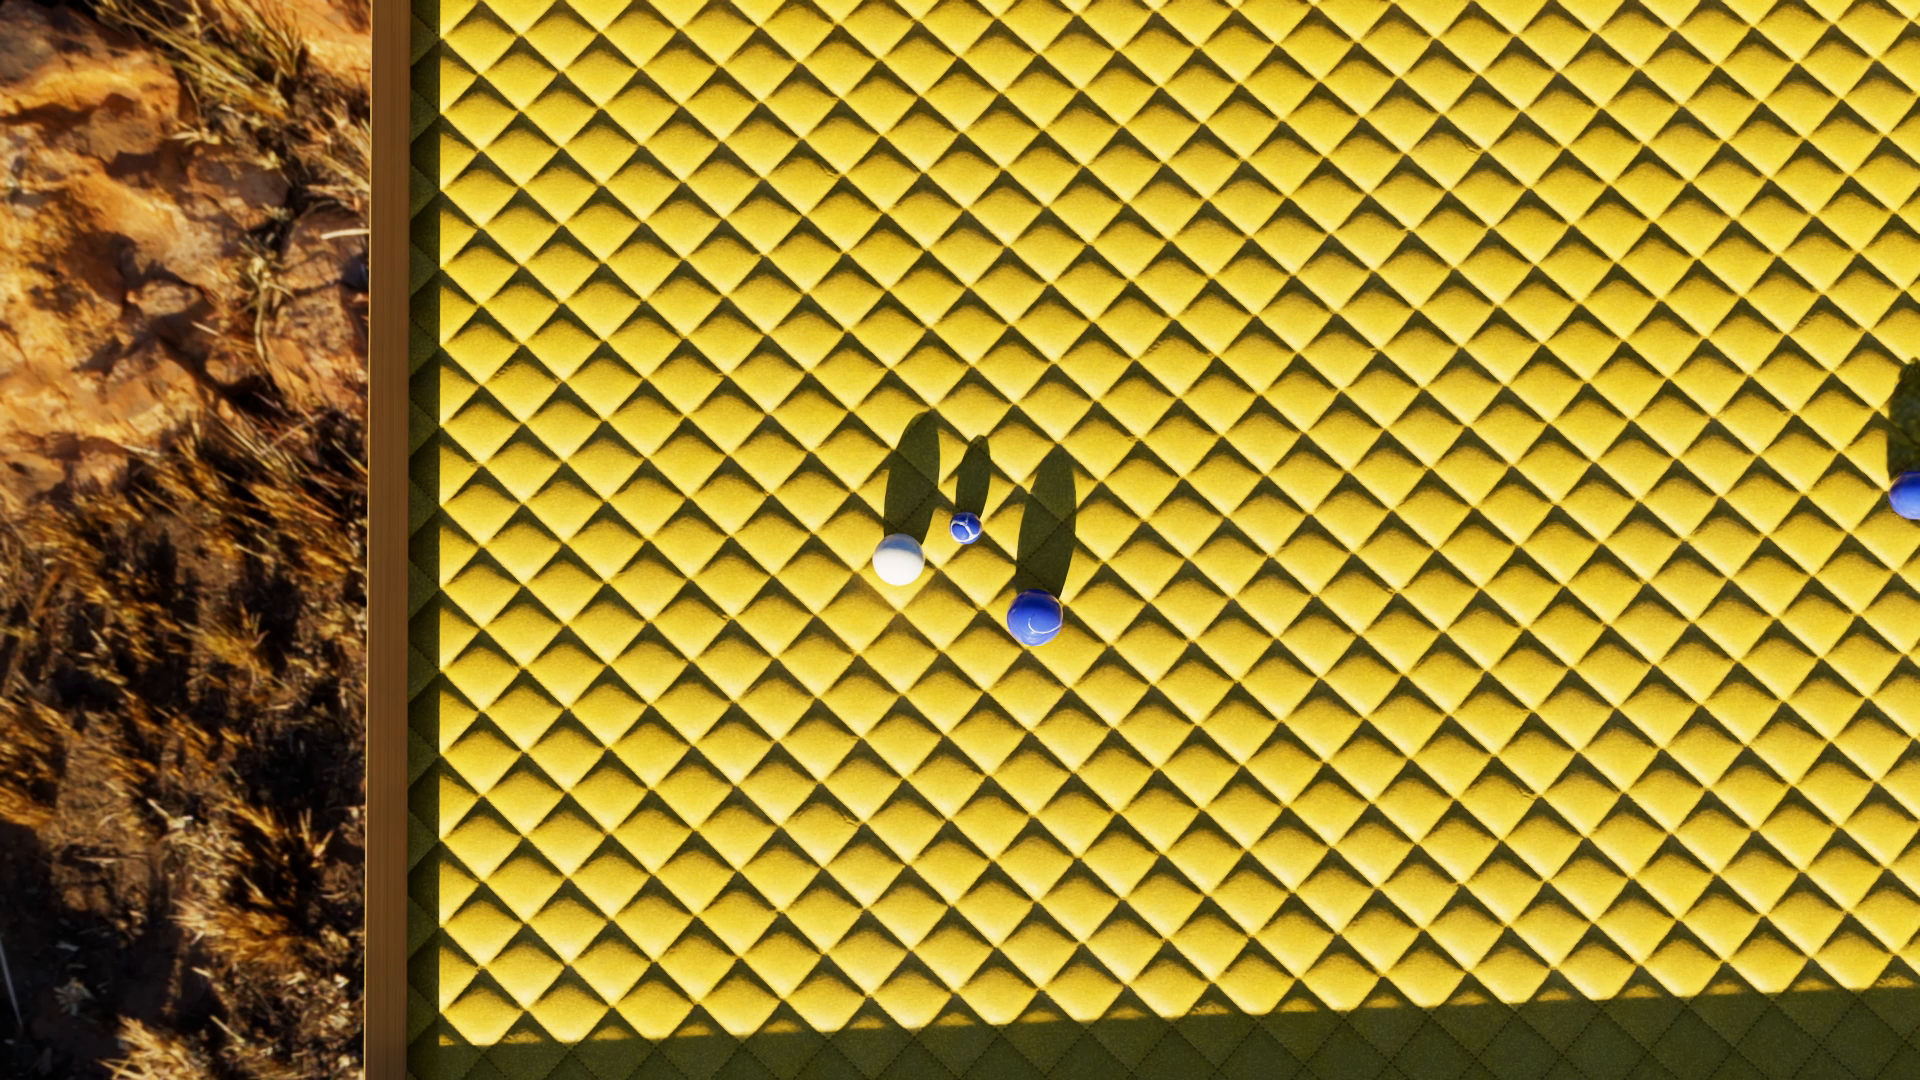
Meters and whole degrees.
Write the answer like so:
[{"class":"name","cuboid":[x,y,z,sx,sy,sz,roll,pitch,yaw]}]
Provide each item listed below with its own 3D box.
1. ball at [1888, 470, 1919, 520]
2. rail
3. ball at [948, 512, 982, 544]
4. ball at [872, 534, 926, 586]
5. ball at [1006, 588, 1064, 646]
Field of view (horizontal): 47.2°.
[{"class":"ball","cuboid":[1.430,-0.067,3.293,0.074,0.074,0.074,0,80,0]},{"class":"rail","cuboid":[-0.840,0.029,3.256,0.045,0.110,2.073,-2,80,0]},{"class":"ball","cuboid":[0.008,-0.018,3.296,0.050,0.050,0.050,0,80,0]},{"class":"ball","cuboid":[-0.091,0.029,3.274,0.078,0.078,0.078,0,80,0]},{"class":"ball","cuboid":[0.111,0.115,3.255,0.085,0.085,0.085,0,80,0]}]
